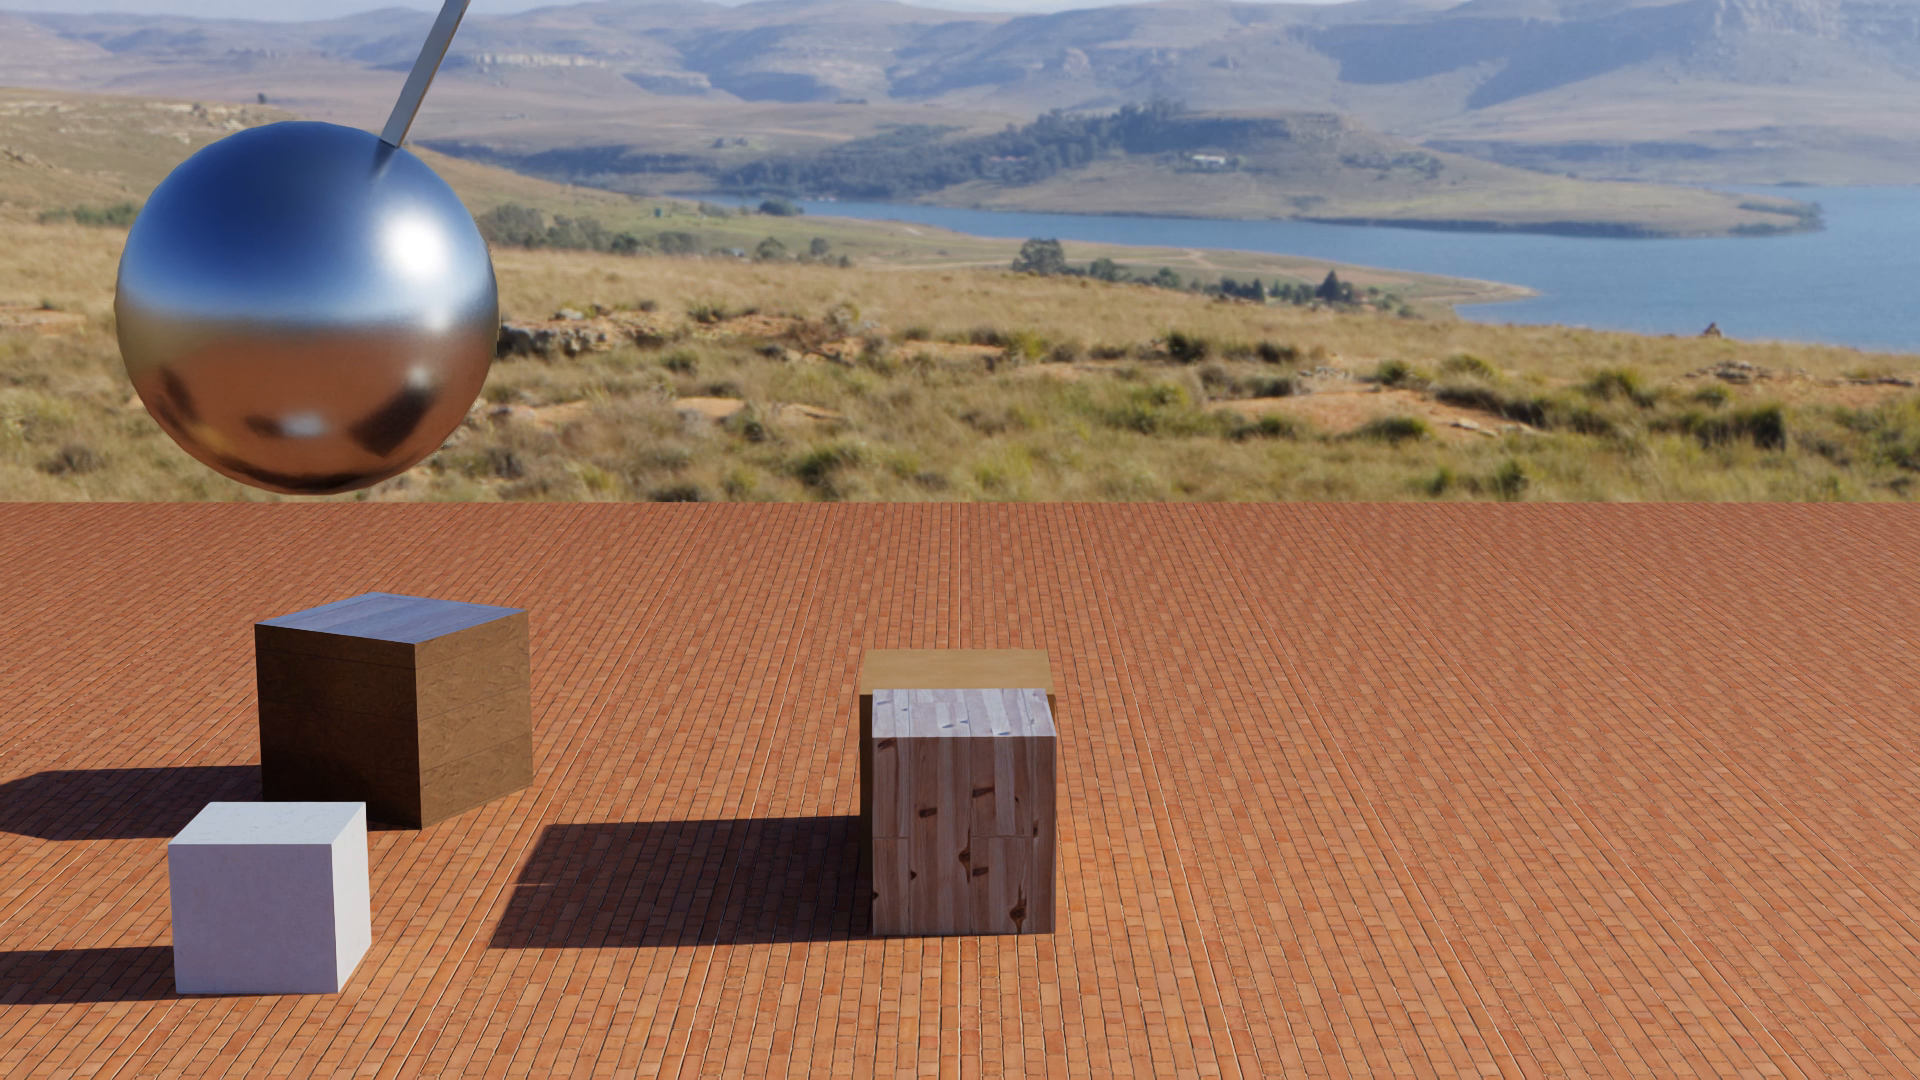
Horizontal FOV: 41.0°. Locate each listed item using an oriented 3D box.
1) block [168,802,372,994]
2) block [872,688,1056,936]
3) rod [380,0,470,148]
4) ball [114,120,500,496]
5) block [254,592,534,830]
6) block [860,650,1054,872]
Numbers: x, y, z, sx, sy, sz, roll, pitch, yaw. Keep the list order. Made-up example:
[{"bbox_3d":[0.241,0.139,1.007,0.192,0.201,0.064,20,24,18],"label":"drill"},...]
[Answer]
[{"bbox_3d":[-2.718,1.407,10.149,0.627,0.601,0.576,0,10,0],"label":"block"},{"bbox_3d":[0.007,1.142,10.933,0.754,0.842,0.826,0,10,-2],"label":"block"},{"bbox_3d":[-1.208,-3.950,10.462,0.080,5.200,0.080,27,9,-5],"label":"rod"},{"bbox_3d":[-2.788,-0.988,11.001,1.600,1.600,1.600,0,10,0],"label":"ball"},{"bbox_3d":[-2.765,0.814,12.589,0.977,0.895,0.869,5,12,27],"label":"block"},{"bbox_3d":[-0.015,0.999,11.796,0.861,0.814,0.902,0,10,0],"label":"block"}]
